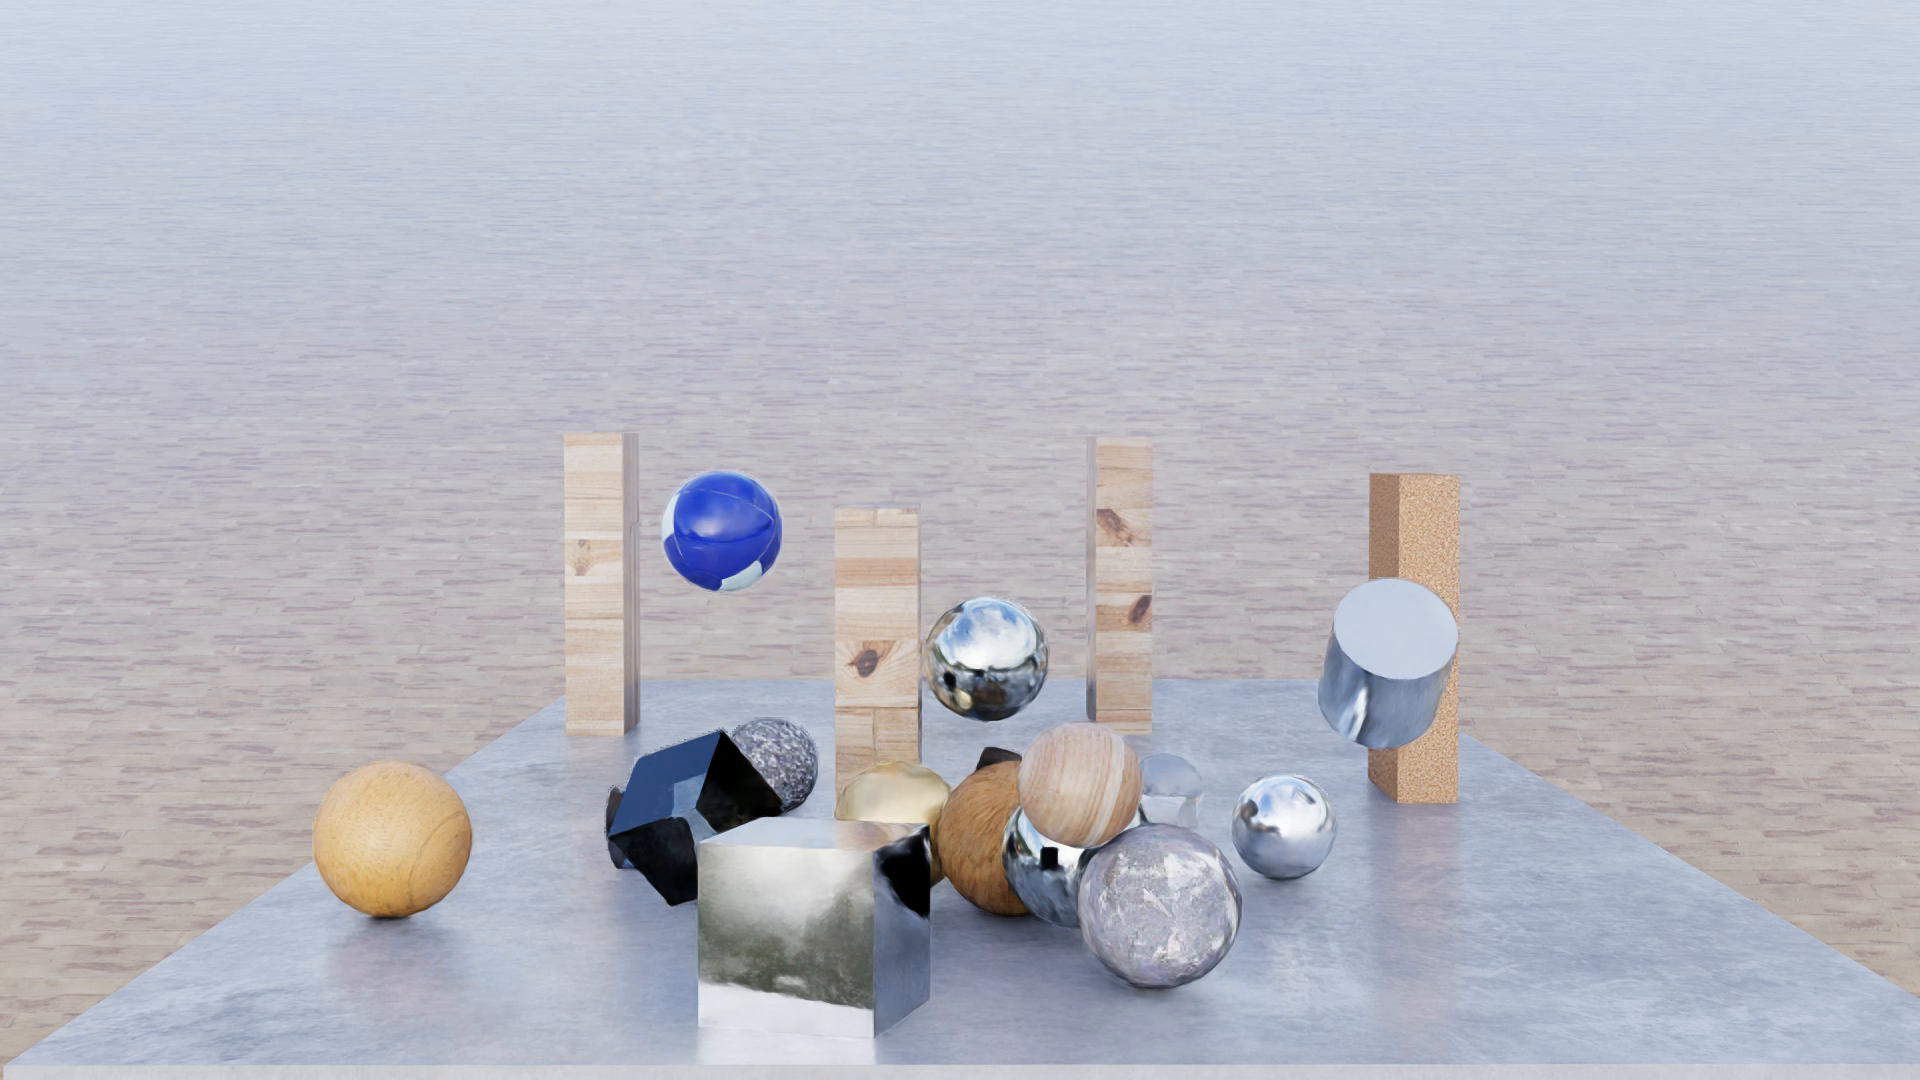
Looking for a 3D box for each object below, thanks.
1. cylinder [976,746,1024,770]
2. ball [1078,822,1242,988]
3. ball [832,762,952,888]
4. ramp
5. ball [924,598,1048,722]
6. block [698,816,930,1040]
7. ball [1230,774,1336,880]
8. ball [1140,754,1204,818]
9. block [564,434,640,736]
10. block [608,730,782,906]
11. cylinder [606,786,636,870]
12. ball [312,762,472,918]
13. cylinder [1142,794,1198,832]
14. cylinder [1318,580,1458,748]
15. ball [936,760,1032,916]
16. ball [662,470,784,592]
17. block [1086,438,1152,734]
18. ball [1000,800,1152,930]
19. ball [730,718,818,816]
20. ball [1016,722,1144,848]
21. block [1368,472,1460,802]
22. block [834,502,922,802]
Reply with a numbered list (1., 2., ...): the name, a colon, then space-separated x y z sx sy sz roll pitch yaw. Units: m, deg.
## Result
1. cylinder: 0.074 0.380 3.566 0.144 0.144 0.144 22 -11 4
2. ball: 0.224 0.411 2.894 0.185 0.185 0.185 0 23 0
3. ball: -0.082 0.386 3.440 0.179 0.179 0.179 0 23 0
4. ramp: 0.054 0.486 4.540 2.000 0.100 4.000 0 2 0
5. ball: 0.036 0.162 3.483 0.169 0.169 0.169 0 23 0
6. block: -0.154 0.411 2.765 0.194 0.194 0.194 1 2 17
7. ball: 0.451 0.401 3.595 0.147 0.147 0.147 0 23 0
8. ball: 0.319 0.395 4.012 0.125 0.125 0.125 0 23 0
9. block: -0.755 0.087 5.448 0.119 0.625 0.282 0 2 0
10. block: -0.346 0.365 3.377 0.143 0.143 0.143 -20 33 27
11. cylinder: -0.437 0.411 3.705 0.117 0.117 0.117 -1 22 -23
12. ball: -0.731 0.386 3.319 0.200 0.200 0.200 0 23 0
13. cylinder: 0.264 0.415 3.627 0.114 0.114 0.114 2 22 22
14. cylinder: 0.586 0.171 3.538 0.167 0.167 0.167 1 52 -1
15. ball: 0.070 0.386 3.326 0.200 0.200 0.200 0 23 0
16. ball: -0.221 -0.009 2.395 0.113 0.113 0.113 0 23 0
17. block: 0.340 0.087 5.536 0.115 0.616 0.415 0 2 0
18. ball: 0.145 0.379 3.146 0.191 0.191 0.191 0 23 0
19. ball: -0.311 0.370 4.204 0.160 0.160 0.160 0 23 0
20. ball: 0.134 0.273 2.878 0.141 0.141 0.141 0 23 0
21. block: 0.789 0.161 4.492 0.102 0.552 0.314 0 2 0
22. block: -0.114 0.209 3.726 0.113 0.520 0.406 0 2 0
